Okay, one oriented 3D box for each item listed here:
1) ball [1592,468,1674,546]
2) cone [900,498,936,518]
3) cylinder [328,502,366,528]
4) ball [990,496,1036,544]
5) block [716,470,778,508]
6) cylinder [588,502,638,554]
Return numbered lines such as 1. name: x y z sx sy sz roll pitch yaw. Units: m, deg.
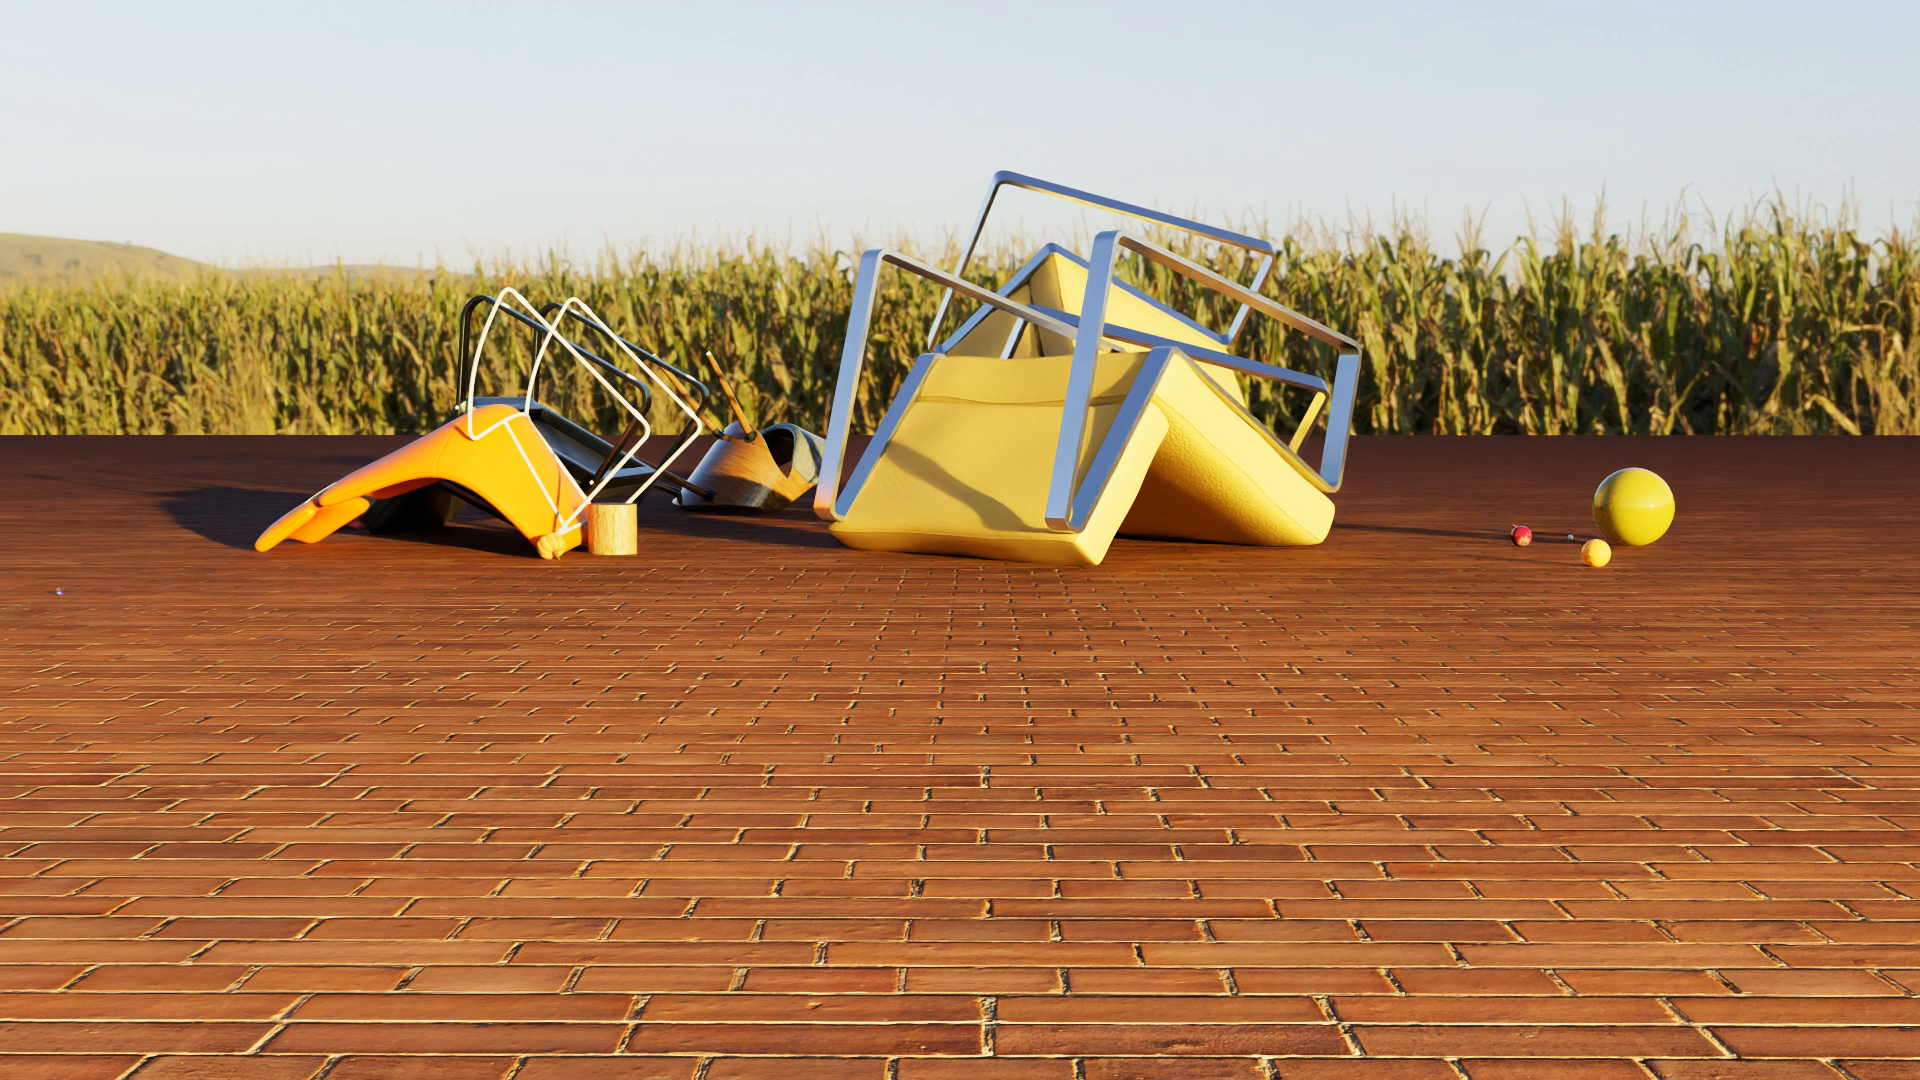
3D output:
1. ball: 1.920 -0.094 6.270 0.225 0.225 0.225 0 4 0
2. cone: -0.164 -0.098 7.737 0.127 0.069 0.119 -3 -12 -17
3. cylinder: -1.992 -0.082 7.147 0.072 0.080 0.089 3 11 33
4. ball: 0.154 -0.057 6.384 0.137 0.137 0.137 0 4 0
5. block: -0.816 -0.197 8.425 0.232 0.135 0.080 -3 5 -39
6. cylinder: -0.952 -0.032 6.026 0.125 0.134 0.149 -3 5 -41
